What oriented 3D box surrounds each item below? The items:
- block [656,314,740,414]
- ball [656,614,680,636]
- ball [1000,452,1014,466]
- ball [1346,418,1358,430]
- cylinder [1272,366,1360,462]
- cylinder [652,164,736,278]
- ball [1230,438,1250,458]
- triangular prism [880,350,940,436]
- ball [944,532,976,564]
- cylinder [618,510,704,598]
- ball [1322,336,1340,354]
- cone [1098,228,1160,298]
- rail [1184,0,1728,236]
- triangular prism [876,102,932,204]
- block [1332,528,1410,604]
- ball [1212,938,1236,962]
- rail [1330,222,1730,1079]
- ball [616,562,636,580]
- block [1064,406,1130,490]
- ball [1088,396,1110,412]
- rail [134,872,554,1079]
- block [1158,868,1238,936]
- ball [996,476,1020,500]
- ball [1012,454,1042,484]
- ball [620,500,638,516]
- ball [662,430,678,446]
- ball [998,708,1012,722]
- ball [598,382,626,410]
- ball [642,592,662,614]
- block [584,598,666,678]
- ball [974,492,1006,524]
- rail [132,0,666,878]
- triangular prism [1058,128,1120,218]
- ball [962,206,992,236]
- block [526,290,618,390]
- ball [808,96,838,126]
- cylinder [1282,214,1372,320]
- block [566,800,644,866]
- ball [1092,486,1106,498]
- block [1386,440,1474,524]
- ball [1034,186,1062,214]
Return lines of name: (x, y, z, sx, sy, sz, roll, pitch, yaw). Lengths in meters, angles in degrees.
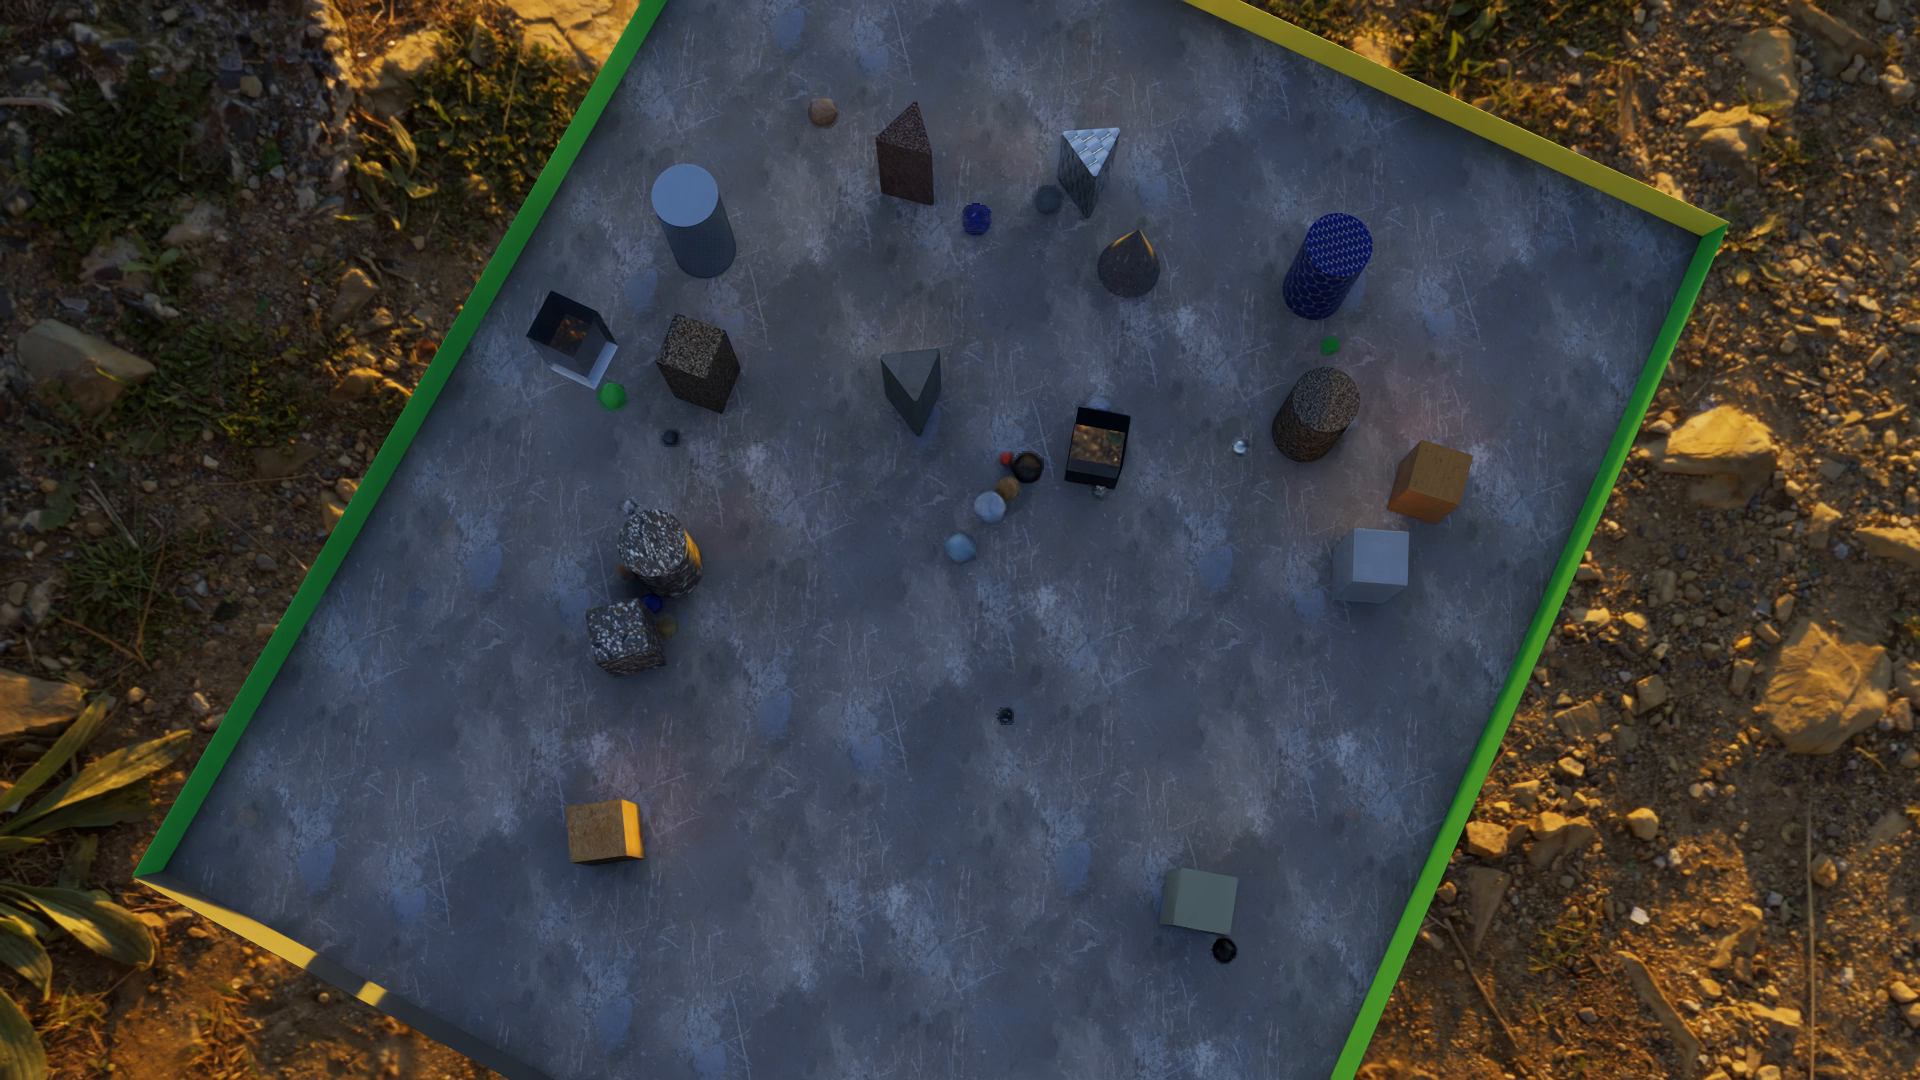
block: (-0.787, -0.529, 5.534, 0.158, 0.376, 0.158, 20, 79, 4)
ball: (-0.880, 0.259, 5.521, 0.067, 0.067, 0.067, 0, 78, 0)
ball: (0.143, -0.250, 5.647, 0.041, 0.041, 0.041, 0, 78, 0)
ball: (1.205, -0.365, 5.666, 0.051, 0.051, 0.051, 0, 78, 0)
cylinder: (1.066, -0.373, 5.509, 0.197, 0.361, 0.197, 0, 78, 0)
cylinder: (-0.807, -0.967, 5.591, 0.197, 0.442, 0.197, 0, 78, 0)
ball: (0.864, -0.284, 5.646, 0.057, 0.057, 0.057, 0, 78, 0)
triangular prism: (-0.120, -0.471, 5.511, 0.148, 0.397, 0.171, -36, 81, -7)
ball: (0.001, 0.024, 5.561, 0.099, 0.099, 0.099, 0, 78, 0)
cylinder: (-0.882, 0.045, 5.424, 0.197, 0.360, 0.197, 0, 78, 0)
ball: (1.156, -0.607, 5.714, 0.055, 0.055, 0.055, 0, 78, 0)
cone: (0.533, -0.894, 5.626, 0.197, 0.344, 0.197, 0, 78, 0)
rail: (0.868, -1.693, 5.901, 3.382, 0.128, 0.045, 26, 80, 5)
triangular prism: (-0.151, -1.200, 5.660, 0.171, 0.402, 0.148, 14, 79, 3)
block: (1.215, 0.079, 5.443, 0.158, 0.308, 0.158, 5, 78, 1)
ball: (0.769, 1.193, 5.334, 0.070, 0.070, 0.070, 0, 78, 0)
rail: (1.491, 0.737, 5.398, 0.045, 0.128, 3.929, 26, 80, 5)
ball: (-1.012, 0.093, 5.566, 0.062, 0.062, 0.062, 0, 78, 0)
block: (0.413, -0.274, 5.527, 0.158, 0.288, 0.158, 10, 78, 2)
ball: (0.429, -0.409, 5.666, 0.071, 0.071, 0.071, 0, 78, 0)
rail: (-0.868, 1.707, 5.197, 3.382, 0.128, 0.045, 26, 80, 5)
block: (0.675, 1.030, 5.216, 0.158, 0.366, 0.158, 10, 78, 2)
ball: (0.145, -0.159, 5.612, 0.074, 0.074, 0.074, 0, 78, 0)
ball: (0.207, -0.219, 5.614, 0.093, 0.093, 0.093, 0, 78, 0)
ball: (-1.014, -0.099, 5.612, 0.050, 0.050, 0.050, 0, 78, 0)
ball: (-0.893, -0.316, 5.657, 0.048, 0.048, 0.048, 0, 78, 0)
ball: (0.137, 0.527, 5.486, 0.042, 0.042, 0.042, 0, 78, 0)
ball: (-1.074, -0.445, 5.666, 0.084, 0.084, 0.084, 0, 78, 0)
ball: (-0.933, 0.192, 5.544, 0.064, 0.064, 0.064, 0, 78, 0)
block: (-0.982, 0.290, 5.397, 0.158, 0.312, 0.158, -14, 79, -3)
ball: (0.090, -0.100, 5.584, 0.098, 0.098, 0.098, 0, 78, 0)
rail: (-1.491, -0.723, 5.700, 0.045, 0.128, 3.929, 26, 80, 5)
triangular prism: (0.420, -1.166, 5.685, 0.148, 0.338, 0.171, -33, 80, -6)
ball: (0.052, -1.007, 5.777, 0.093, 0.093, 0.093, 0, 78, 0)
block: (-1.175, -0.604, 5.573, 0.158, 0.331, 0.158, 25, 79, 5)
ball: (-0.437, -1.367, 5.852, 0.093, 0.093, 0.093, 0, 78, 0)
cylinder: (1.115, -0.828, 5.584, 0.197, 0.400, 0.197, 0, 78, 0)
block: (-1.022, 0.847, 5.291, 0.158, 0.294, 0.158, -7, 78, -2)
ball: (0.427, -0.148, 5.626, 0.041, 0.041, 0.041, 0, 78, 0)
block: (1.411, -0.171, 5.514, 0.158, 0.271, 0.158, 18, 79, 4)
ball: (0.279, -1.072, 5.794, 0.087, 0.087, 0.087, 0, 78, 0)
